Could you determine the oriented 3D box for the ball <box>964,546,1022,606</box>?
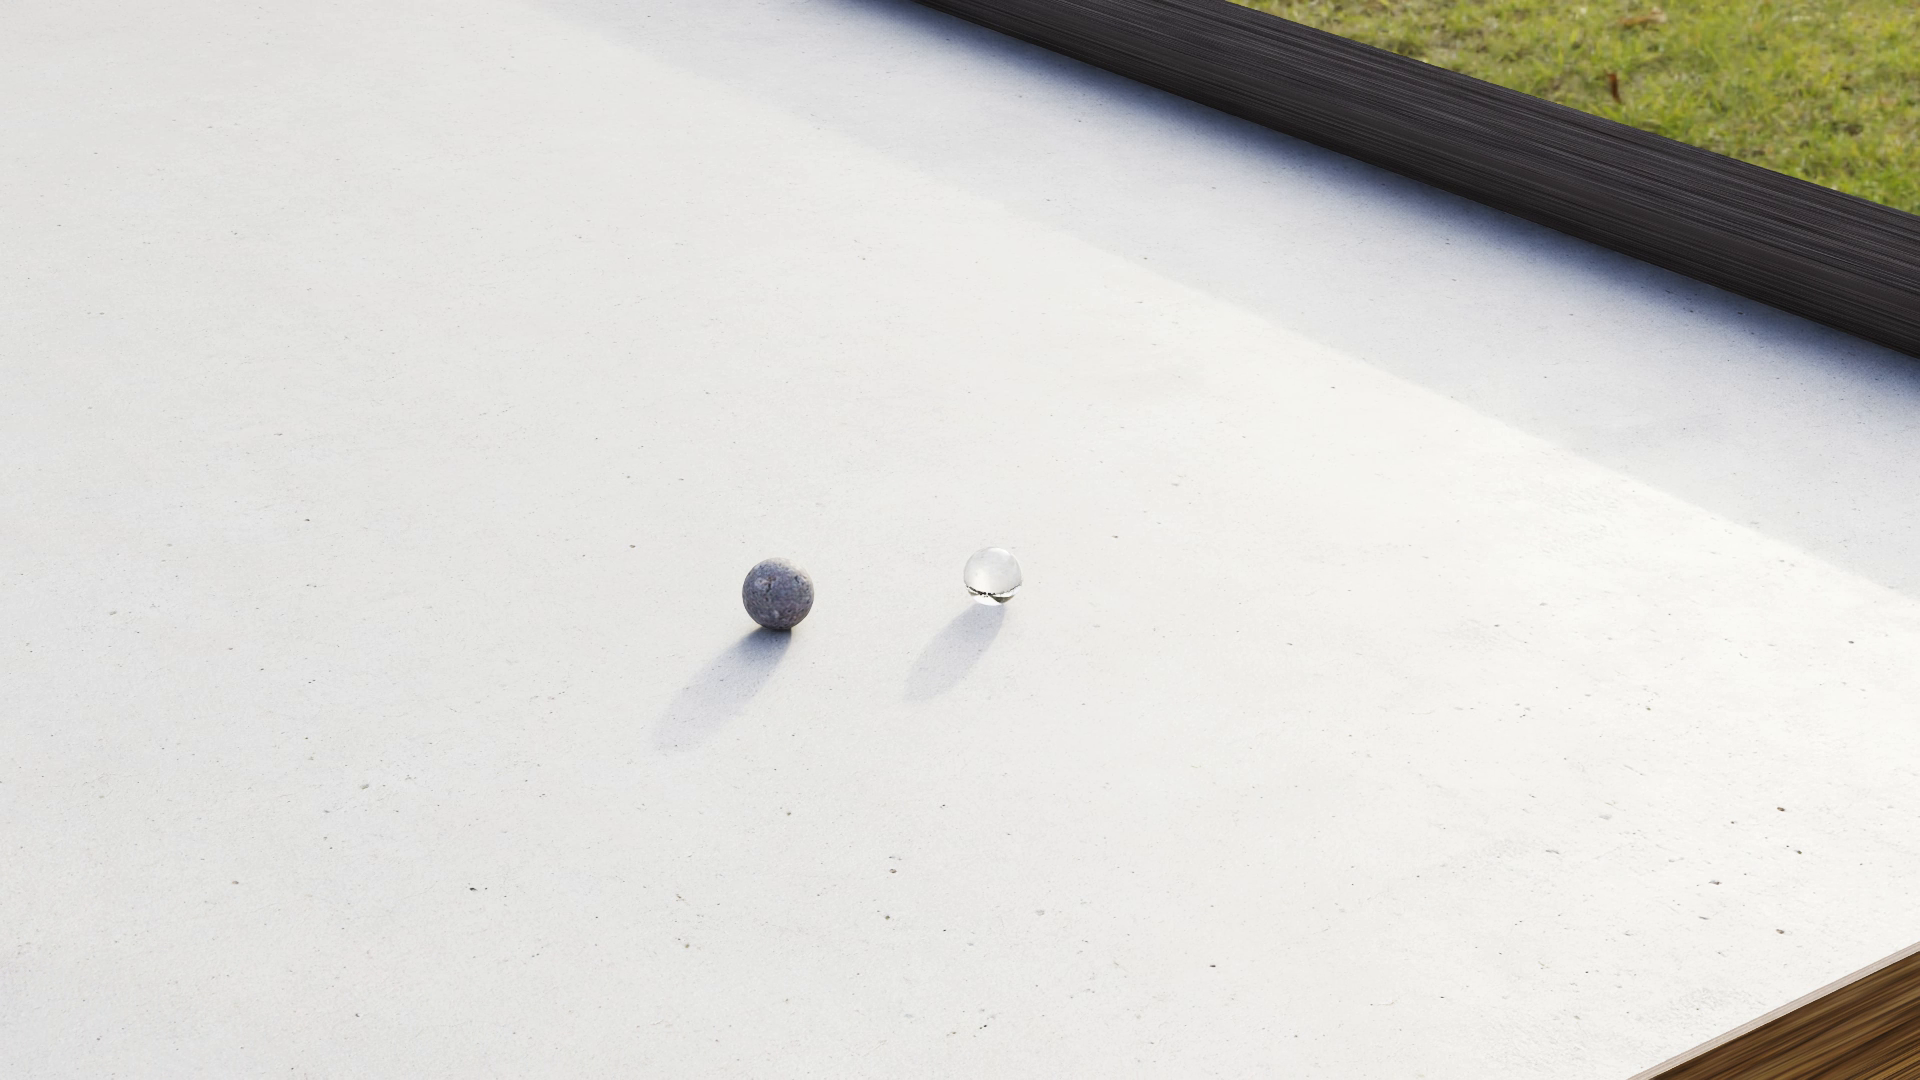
[{"bbox_3d":[0.024,0.027,2.187,0.044,0.044,0.044,0,24,0],"label":"ball"}]

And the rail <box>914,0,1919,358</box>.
[{"bbox_3d":[0.284,-0.552,3.369,0.045,0.128,3.520,-16,29,-32],"label":"rail"}]

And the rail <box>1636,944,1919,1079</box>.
[{"bbox_3d":[0.491,0.258,1.569,1.970,0.128,0.045,-16,29,-32],"label":"rail"}]

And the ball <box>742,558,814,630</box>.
[{"bbox_3d":[-0.133,0.039,2.149,0.053,0.053,0.053,0,24,0],"label":"ball"}]
